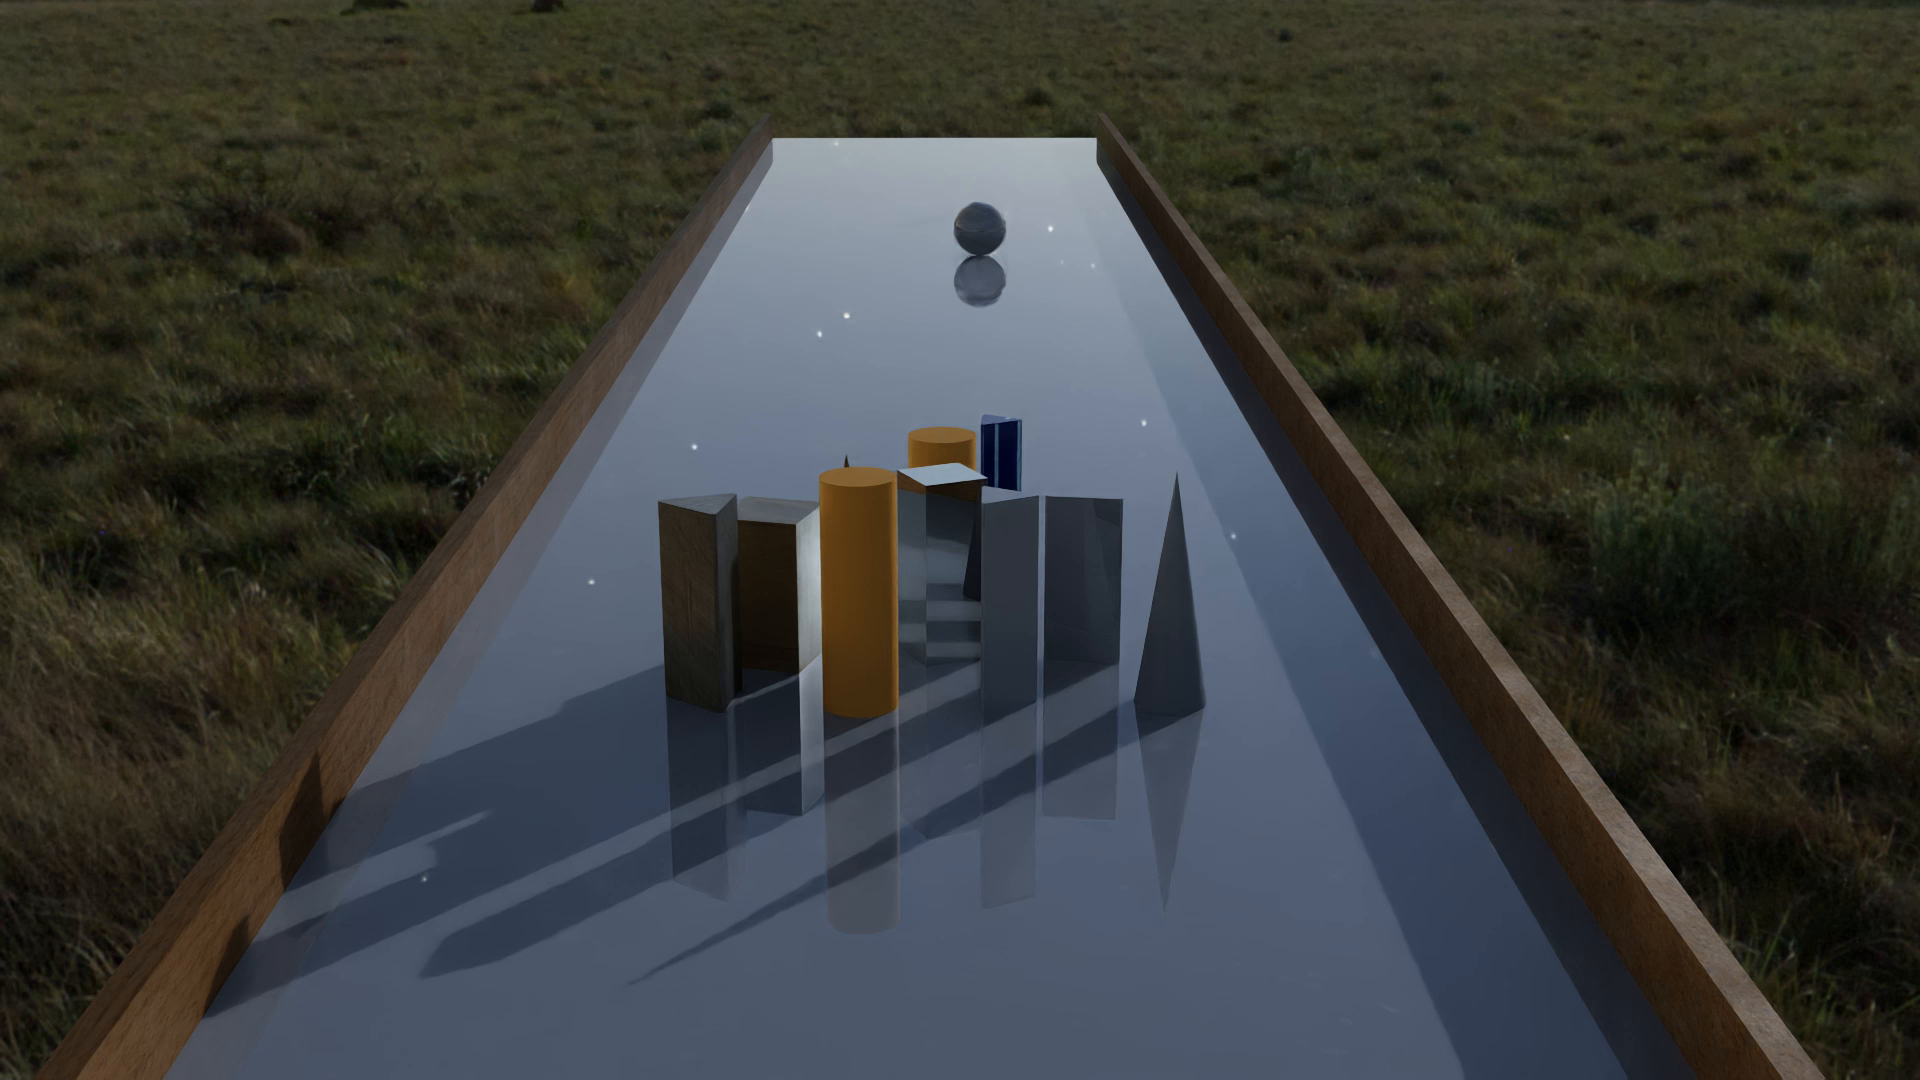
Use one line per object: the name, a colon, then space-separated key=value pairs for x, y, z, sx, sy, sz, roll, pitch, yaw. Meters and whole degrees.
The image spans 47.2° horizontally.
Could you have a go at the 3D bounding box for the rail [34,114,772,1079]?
rail: x=-1.118 y=-0.838 z=7.780 sx=0.050 sy=0.150 sz=12.000 roll=0 pitch=17 yaw=-1

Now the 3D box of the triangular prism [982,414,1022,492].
triangular prism: x=0.068 y=-0.054 z=4.667 sx=0.095 sy=0.422 sz=0.082 roll=-9 pitch=19 yaw=-27

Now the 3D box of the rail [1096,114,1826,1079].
rail: x=0.932 y=-0.844 z=7.801 sx=0.050 sy=0.150 sz=12.000 roll=0 pitch=17 yaw=-1

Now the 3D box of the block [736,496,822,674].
block: x=-0.374 y=0.087 z=4.396 sx=0.167 sy=0.306 sz=0.167 roll=5 pitch=17 yaw=16

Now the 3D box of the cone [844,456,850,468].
cone: x=-0.237 y=-0.010 z=4.633 sx=0.138 sy=0.357 sz=0.138 roll=0 pitch=17 yaw=0

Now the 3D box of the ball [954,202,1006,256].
ball: x=0.084 y=-1.306 z=9.227 sx=0.224 sy=0.224 sz=0.224 roll=0 pitch=17 yaw=0

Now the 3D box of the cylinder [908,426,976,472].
cylinder: x=-0.040 y=-0.077 z=4.917 sx=0.151 sy=0.325 sz=0.151 roll=0 pitch=17 yaw=0

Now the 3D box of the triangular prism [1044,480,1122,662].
triangular prism: x=0.253 y=0.061 z=4.424 sx=0.150 sy=0.341 sz=0.130 roll=2 pitch=17 yaw=8

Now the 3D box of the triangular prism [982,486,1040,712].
triangular prism: x=0.069 y=0.107 z=4.151 sx=0.121 sy=0.408 sz=0.105 roll=-9 pitch=19 yaw=-28

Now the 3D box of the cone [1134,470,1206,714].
cone: x=0.401 y=0.089 z=4.127 sx=0.139 sy=0.455 sz=0.139 roll=0 pitch=17 yaw=0

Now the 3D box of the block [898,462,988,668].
block: x=-0.035 y=0.048 z=4.410 sx=0.136 sy=0.374 sz=0.136 roll=-8 pitch=18 yaw=-25

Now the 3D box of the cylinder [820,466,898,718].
cylinder: x=-0.188 y=0.097 z=4.115 sx=0.144 sy=0.447 sz=0.144 roll=0 pitch=17 yaw=0

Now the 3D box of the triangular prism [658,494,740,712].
triangular prism: x=-0.466 y=0.112 z=4.170 sx=0.148 sy=0.388 sz=0.129 roll=13 pitch=21 yaw=37
